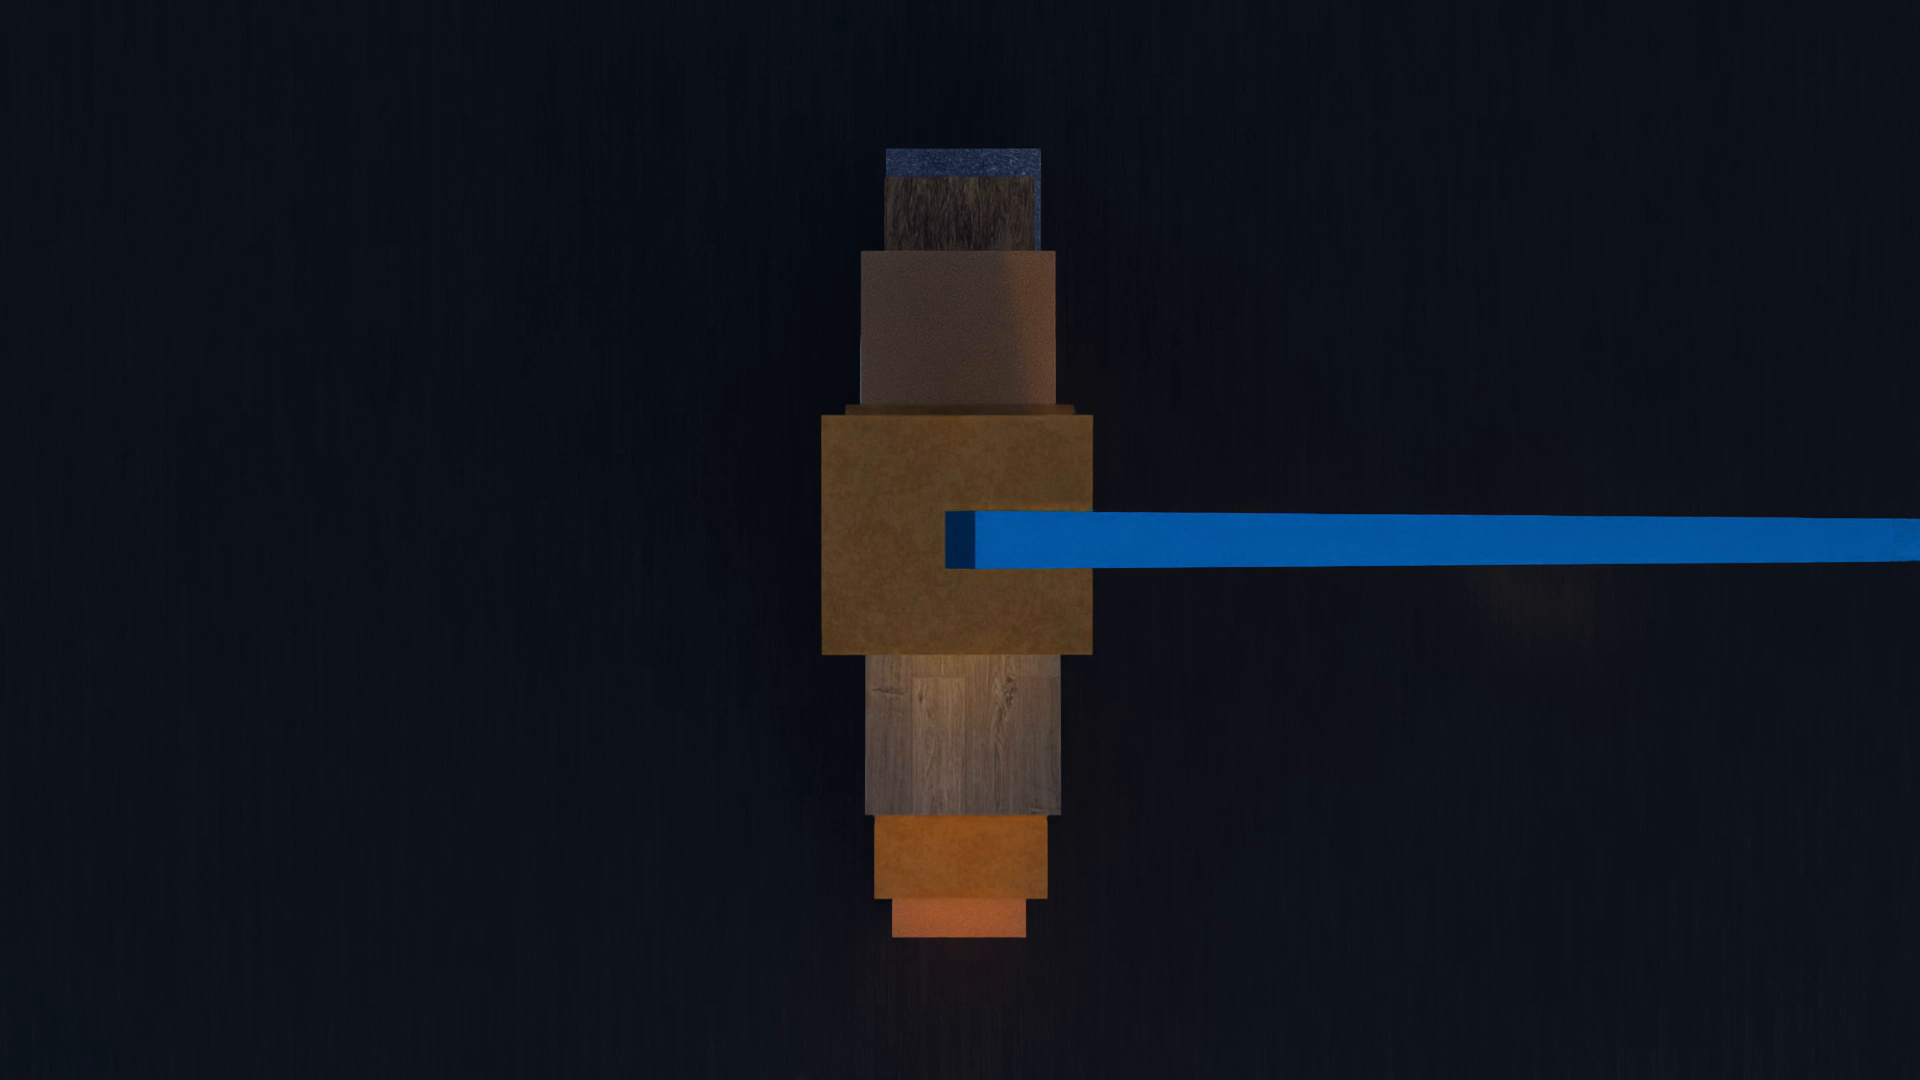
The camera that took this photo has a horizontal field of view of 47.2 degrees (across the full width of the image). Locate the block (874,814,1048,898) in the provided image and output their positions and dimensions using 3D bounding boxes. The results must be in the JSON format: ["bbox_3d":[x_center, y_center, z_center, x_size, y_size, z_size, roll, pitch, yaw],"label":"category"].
[{"bbox_3d":[0.004,1.383,11.636,0.879,0.958,0.878,0,90,0],"label":"block"}]

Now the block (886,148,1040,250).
[{"bbox_3d":[0.019,-1.763,12.652,0.868,0.695,0.853,0,90,0],"label":"block"}]

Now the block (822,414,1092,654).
[{"bbox_3d":[-0.008,-0.024,6.844,0.796,0.782,0.704,0,91,0],"label":"block"}]

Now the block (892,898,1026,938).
[{"bbox_3d":[-0.005,1.786,12.558,0.737,0.885,0.807,0,90,0],"label":"block"}]

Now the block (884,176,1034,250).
[{"bbox_3d":[-0.003,-1.447,11.741,0.777,0.778,0.810,0,86,0],"label":"block"}]

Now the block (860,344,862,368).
[{"bbox_3d":[-0.011,-0.469,11.668,0.996,0.909,1.068,0,90,0],"label":"block"}]

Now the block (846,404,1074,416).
[{"bbox_3d":[-0.001,-0.063,9.050,0.891,0.930,0.930,0,90,0],"label":"block"}]

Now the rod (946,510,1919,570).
[{"bbox_3d":[2.212,0.000,4.422,5.200,0.080,0.080,0,90,-32],"label":"rod"}]

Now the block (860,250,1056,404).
[{"bbox_3d":[-0.008,-0.899,10.742,0.908,0.941,0.898,0,90,0],"label":"block"}]

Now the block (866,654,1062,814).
[{"bbox_3d":[0.014,0.805,10.676,0.906,0.979,0.986,0,87,0],"label":"block"}]
